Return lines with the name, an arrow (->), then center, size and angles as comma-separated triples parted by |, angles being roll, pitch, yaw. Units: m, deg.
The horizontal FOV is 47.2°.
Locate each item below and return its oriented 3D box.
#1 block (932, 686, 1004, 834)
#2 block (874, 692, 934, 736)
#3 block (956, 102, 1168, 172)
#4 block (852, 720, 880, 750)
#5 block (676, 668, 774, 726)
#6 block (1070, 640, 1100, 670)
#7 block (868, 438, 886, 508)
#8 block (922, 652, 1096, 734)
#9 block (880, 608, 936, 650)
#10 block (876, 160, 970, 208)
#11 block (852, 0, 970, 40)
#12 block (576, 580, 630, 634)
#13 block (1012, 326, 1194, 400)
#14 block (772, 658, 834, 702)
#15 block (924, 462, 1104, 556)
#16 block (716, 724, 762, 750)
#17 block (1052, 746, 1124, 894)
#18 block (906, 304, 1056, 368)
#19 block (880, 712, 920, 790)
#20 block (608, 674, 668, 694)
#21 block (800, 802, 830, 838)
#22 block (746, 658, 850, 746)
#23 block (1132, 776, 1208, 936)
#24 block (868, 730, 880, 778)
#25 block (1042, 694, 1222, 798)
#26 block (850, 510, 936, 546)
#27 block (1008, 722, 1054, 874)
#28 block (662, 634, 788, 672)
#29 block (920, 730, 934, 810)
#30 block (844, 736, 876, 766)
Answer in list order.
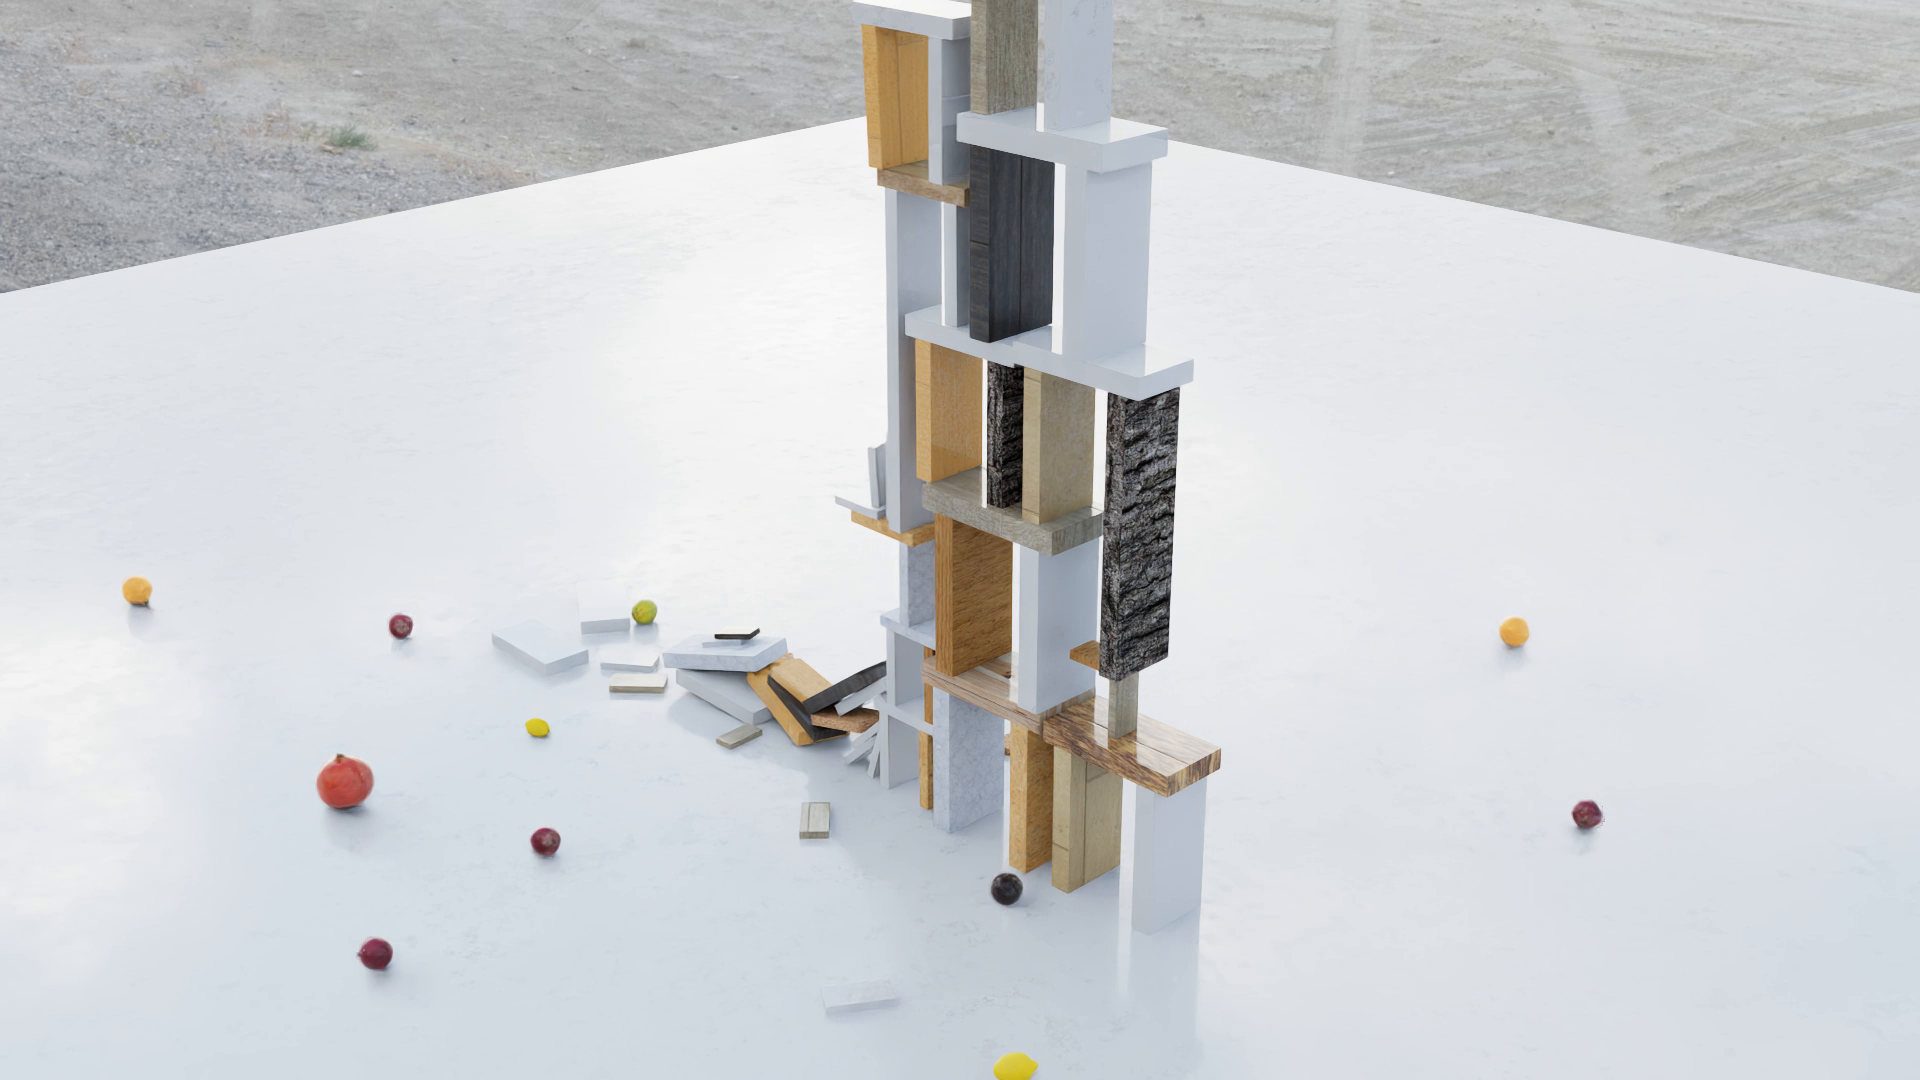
block -> 0.018, 0.414, 4.383 | 0.044, 0.314, 0.157 | 21, 31, 41
block -> -0.084, 0.344, 4.467 | 0.088, 0.025, 0.176 | -21, 31, -40
block -> 0.172, -0.690, 3.743 | 0.334, 0.047, 0.167 | 21, 31, 40
block -> -0.172, 0.398, 4.588 | 0.059, 0.017, 0.119 | -20, -14, -43
block -> -0.502, 0.331, 4.907 | 0.254, 0.036, 0.127 | 25, 33, 36
block -> 0.268, 0.219, 4.021 | 0.125, 0.018, 0.063 | 21, 31, 40
block -> -0.155, -0.133, 4.332 | 0.018, 0.124, 0.062 | 9, 24, 29
block -> 0.092, 0.278, 4.245 | 0.314, 0.044, 0.157 | 21, 31, 41
block -> -0.071, 0.172, 4.377 | 0.084, 0.024, 0.168 | -21, 31, -40
block -> -0.032, -0.648, 3.980 | 0.113, 0.032, 0.226 | -21, 31, -40
block -> -0.058, -0.929, 3.897 | 0.128, 0.036, 0.257 | -21, 31, -40
block -> -0.868, 0.161, 5.340 | 0.116, 0.033, 0.232 | -5, 23, -11
block -> 0.247, -0.312, 3.820 | 0.290, 0.041, 0.145 | 21, 31, 40
block -> -0.330, 0.317, 4.778 | 0.079, 0.022, 0.158 | -18, 40, -38
block -> 0.105, -0.060, 4.080 | 0.329, 0.047, 0.165 | 21, 31, 41
block -> -0.476, 0.424, 4.745 | 0.046, 0.013, 0.093 | 20, 30, 38
block -> 0.243, 0.507, 4.180 | 0.043, 0.301, 0.151 | 21, 31, 41
block -> 0.046, -0.379, 4.015 | 0.276, 0.039, 0.138 | 21, 31, 40
block -> -0.125, 0.420, 4.545 | 0.088, 0.176, 0.025 | -21, 31, -40
block -> -0.727, 0.325, 4.973 | 0.123, 0.017, 0.062 | 1, 23, 2
block -> -0.291, 0.563, 4.414 | 0.058, 0.016, 0.116 | -1, 23, -1
block -> -0.354, 0.352, 4.815 | 0.127, 0.036, 0.254 | -10, 36, -30
block -> 0.386, 0.562, 4.049 | 0.043, 0.301, 0.151 | 21, 31, 41
block -> -0.155, 0.438, 4.578 | 0.059, 0.119, 0.017 | -21, 48, -40
block -> 0.314, 0.376, 4.047 | 0.302, 0.043, 0.151 | 21, 31, 41
block -> -0.122, -0.036, 4.342 | 0.090, 0.026, 0.181 | -21, 31, -40
block -> 0.166, 0.472, 4.247 | 0.044, 0.314, 0.157 | 21, 31, 41
block -> -0.528, 0.252, 4.937 | 0.254, 0.036, 0.127 | 0, 18, 30
block -> -0.042, 0.452, 4.469 | 0.088, 0.176, 0.025 | -21, 31, -40
block -> -0.191, 0.435, 4.616 | 0.059, 0.017, 0.119 | -21, -13, -41
